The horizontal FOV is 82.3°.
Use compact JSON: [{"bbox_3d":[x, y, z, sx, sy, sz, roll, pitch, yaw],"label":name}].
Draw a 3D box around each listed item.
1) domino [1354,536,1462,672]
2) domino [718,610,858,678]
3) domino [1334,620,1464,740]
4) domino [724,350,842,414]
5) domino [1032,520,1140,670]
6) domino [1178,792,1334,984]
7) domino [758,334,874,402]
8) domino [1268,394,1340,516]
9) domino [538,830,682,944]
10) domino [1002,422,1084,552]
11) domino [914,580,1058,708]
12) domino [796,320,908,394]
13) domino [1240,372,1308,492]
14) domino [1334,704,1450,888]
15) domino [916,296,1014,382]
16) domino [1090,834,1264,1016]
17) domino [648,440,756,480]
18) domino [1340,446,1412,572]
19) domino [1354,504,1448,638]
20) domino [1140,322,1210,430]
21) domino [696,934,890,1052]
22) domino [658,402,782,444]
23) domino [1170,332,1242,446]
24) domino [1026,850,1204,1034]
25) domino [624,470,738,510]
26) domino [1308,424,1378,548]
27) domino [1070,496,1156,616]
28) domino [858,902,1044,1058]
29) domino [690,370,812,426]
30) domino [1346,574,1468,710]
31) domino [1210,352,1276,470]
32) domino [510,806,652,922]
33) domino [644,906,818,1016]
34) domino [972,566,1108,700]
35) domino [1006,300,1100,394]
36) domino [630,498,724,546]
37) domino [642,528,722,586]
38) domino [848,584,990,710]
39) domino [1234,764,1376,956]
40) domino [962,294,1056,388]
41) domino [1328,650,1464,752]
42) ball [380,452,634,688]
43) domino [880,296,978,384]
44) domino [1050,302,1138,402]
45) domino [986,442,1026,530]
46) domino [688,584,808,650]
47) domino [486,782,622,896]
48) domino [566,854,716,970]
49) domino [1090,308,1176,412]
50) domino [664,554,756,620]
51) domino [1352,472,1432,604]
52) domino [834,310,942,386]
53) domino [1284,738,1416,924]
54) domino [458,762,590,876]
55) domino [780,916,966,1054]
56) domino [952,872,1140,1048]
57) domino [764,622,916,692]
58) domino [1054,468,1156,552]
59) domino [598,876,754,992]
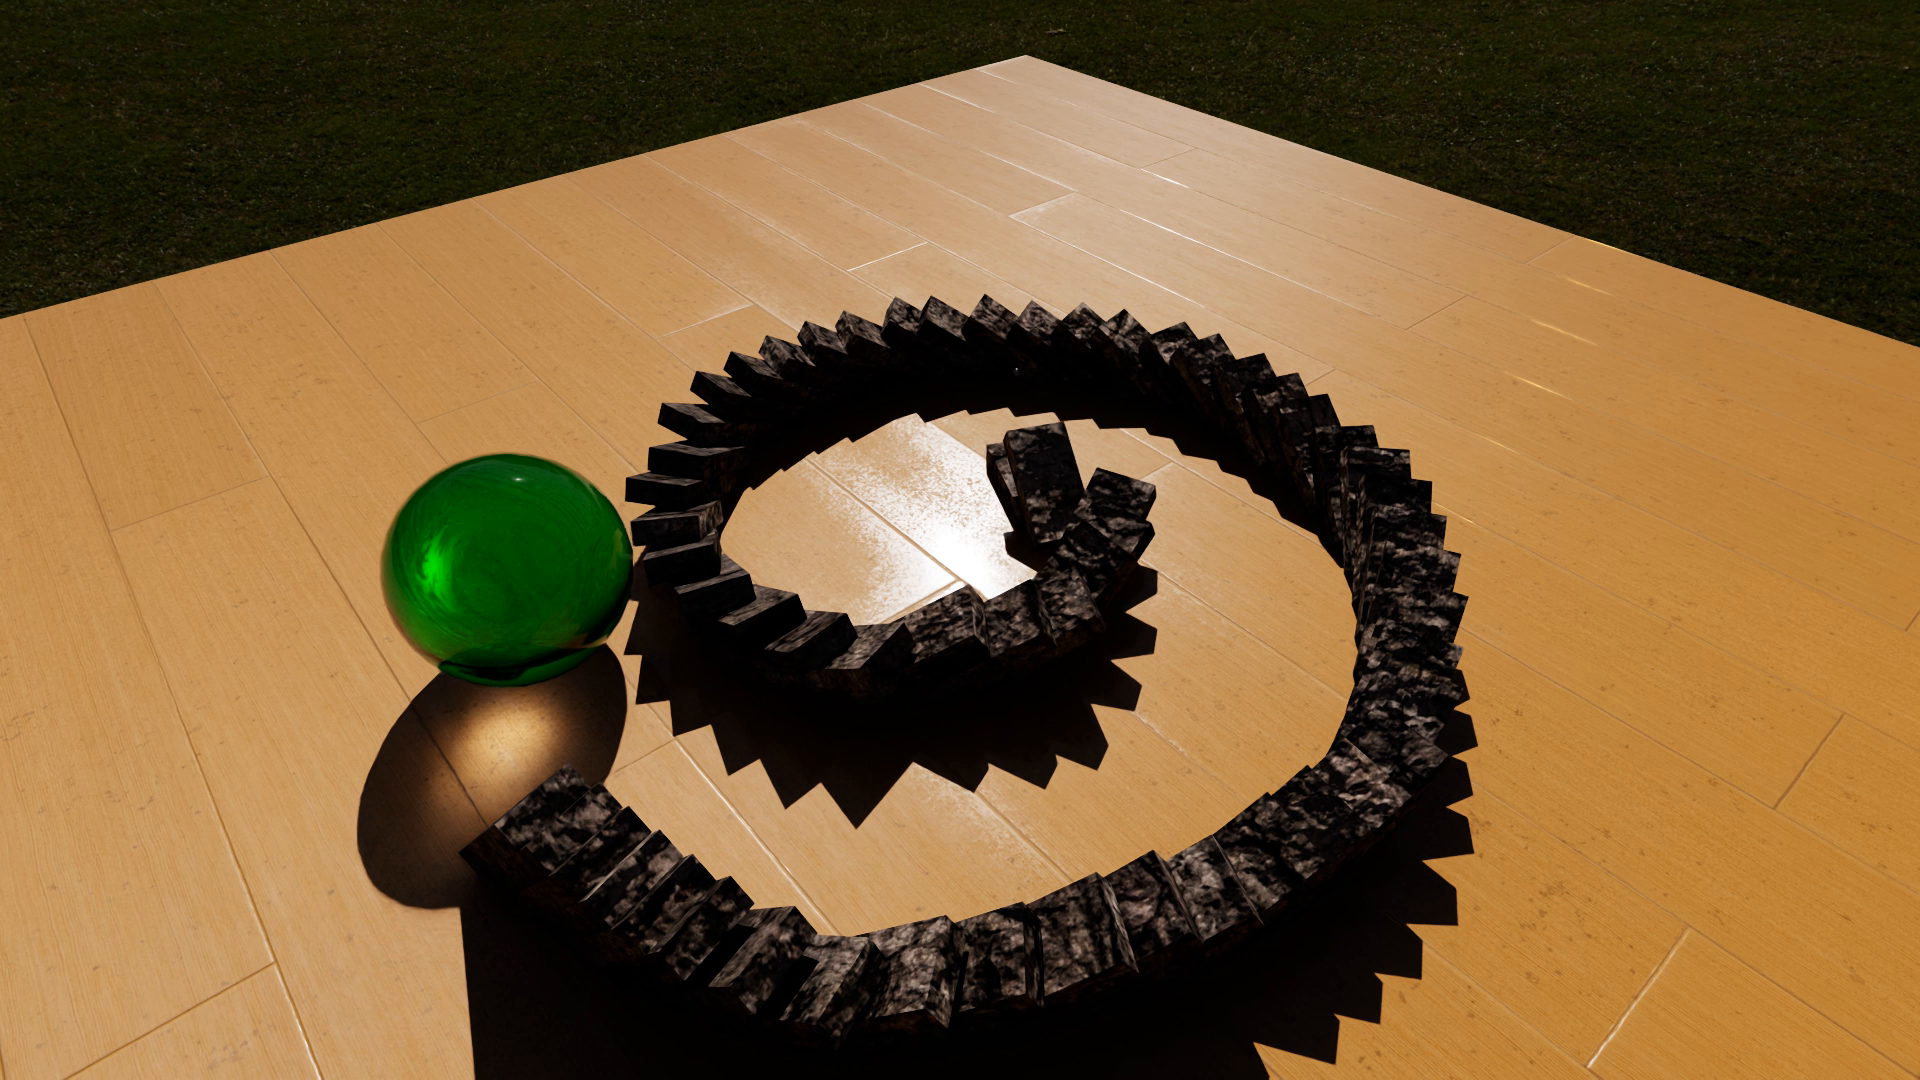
[{"bbox_3d":[0.159,0.026,0.392,0.025,0.010,0.050,15,73,17],"label":"domino"},{"bbox_3d":[-0.060,0.035,0.382,0.025,0.010,0.050,-35,21,-34],"label":"domino"},{"bbox_3d":[0.143,0.054,0.361,0.025,0.009,0.050,23,72,25],"label":"domino"},{"bbox_3d":[-0.082,-0.073,0.512,0.050,0.010,0.025,9,24,-47],"label":"domino"},{"bbox_3d":[0.039,0.020,0.398,0.050,0.009,0.025,-49,54,-1],"label":"domino"},{"bbox_3d":[0.075,0.096,0.305,0.050,0.009,0.025,-39,49,3],"label":"domino"},{"bbox_3d":[-0.068,-0.081,0.522,0.050,0.009,0.025,12,25,-42],"label":"domino"},{"bbox_3d":[0.153,-0.037,0.469,0.025,0.010,0.050,-10,70,-15],"label":"domino"},{"bbox_3d":[-0.096,0.095,0.300,0.009,0.050,0.025,50,50,-5],"label":"domino"},{"bbox_3d":[0.036,-0.022,0.451,0.025,0.010,0.050,-11,72,-12],"label":"domino"},{"bbox_3d":[0.007,0.036,0.379,0.050,0.009,0.025,-28,41,15],"label":"domino"},{"bbox_3d":[-0.052,-0.088,0.531,0.050,0.010,0.025,15,28,-36],"label":"domino"},{"bbox_3d":[0.145,-0.048,0.483,0.025,0.010,0.050,-13,71,-16],"label":"domino"},{"bbox_3d":[0.120,0.077,0.332,0.050,0.010,0.025,-45,51,-6],"label":"domino"},{"bbox_3d":[0.004,-0.100,0.545,0.050,0.010,0.025,27,36,-16],"label":"domino"},{"bbox_3d":[0.053,0.104,0.298,0.050,0.010,0.025,-32,41,8],"label":"domino"},{"bbox_3d":[-0.109,-0.035,0.469,0.025,0.010,0.050,10,12,11],"label":"domino"},{"bbox_3d":[0.166,-0.012,0.437,0.025,0.010,0.050,4,72,1],"label":"domino"},{"bbox_3d":[0.163,0.013,0.407,0.025,0.010,0.050,11,72,12],"label":"domino"},{"bbox_3d":[0.110,-0.078,0.521,0.025,0.009,0.050,-25,74,-27],"label":"domino"},{"bbox_3d":[-0.044,0.115,0.283,0.050,0.010,0.025,-15,25,40],"label":"domino"},{"bbox_3d":[-0.106,-0.052,0.489,0.025,0.009,0.050,27,18,29],"label":"domino"},{"bbox_3d":[0.121,-0.070,0.509,0.025,0.010,0.050,-22,74,-26],"label":"domino"},{"bbox_3d":[0.037,0.107,0.293,0.050,0.010,0.025,-33,41,10],"label":"domino"},{"bbox_3d":[-0.114,-0.023,0.453,0.025,0.010,0.050,8,12,11],"label":"domino"},{"bbox_3d":[0.162,-0.022,0.453,0.025,0.009,0.050,-3,68,-4],"label":"domino"},{"bbox_3d":[0.049,0.010,0.413,0.025,0.010,0.050,28,76,30],"label":"domino"},{"bbox_3d":[-0.003,0.114,0.285,0.050,0.010,0.025,-24,35,19],"label":"domino"},{"bbox_3d":[-0.095,-0.064,0.502,0.025,0.010,0.050,35,19,35],"label":"domino"},{"bbox_3d":[0.153,0.039,0.377,0.025,0.010,0.050,19,74,22],"label":"domino"},{"bbox_3d":[0.136,-0.059,0.496,0.025,0.010,0.050,-16,72,-18],"label":"domino"},{"bbox_3d":[-0.106,0.091,0.305,0.010,0.050,0.025,50,49,-5],"label":"domino"},{"bbox_3d":[-0.061,0.109,0.286,0.050,0.009,0.025,-24,17,46],"label":"domino"},{"bbox_3d":[0.024,0.033,0.384,0.050,0.010,0.025,-31,41,11],"label":"domino"},{"bbox_3d":[0.050,-0.095,0.542,0.050,0.010,0.025,34,44,-3],"label":"domino"},{"bbox_3d":[-0.110,-0.007,0.433,0.025,0.009,0.050,-5,10,-2],"label":"domino"},{"bbox_3d":[-0.104,0.006,0.416,0.025,0.010,0.050,-14,10,-9],"label":"domino"},{"bbox_3d":[-0.015,0.037,0.379,0.050,0.010,0.025,-27,36,17],"label":"domino"},{"bbox_3d":[0.090,0.091,0.313,0.050,0.009,0.025,-41,49,1],"label":"domino"},{"bbox_3d":[0.027,-0.099,0.546,0.050,0.010,0.025,34,42,-6],"label":"domino"},{"bbox_3d":[0.134,0.063,0.347,0.025,0.010,0.050,29,78,27],"label":"domino"},{"bbox_3d":[-0.153,0.010,0.376,0.080,0.080,0.080,0,39,0],"label":"ball"},{"bbox_3d":[-0.014,-0.099,0.546,0.050,0.010,0.025,27,37,-16],"label":"domino"},{"bbox_3d":[0.071,-0.092,0.537,0.050,0.009,0.025,42,48,2],"label":"domino"},{"bbox_3d":[0.030,-0.025,0.474,0.025,0.009,0.050,-10,40,-12],"label":"domino"},{"bbox_3d":[-0.077,0.026,0.393,0.025,0.010,0.050,-27,17,-29],"label":"domino"},{"bbox_3d":[-0.116,0.085,0.312,0.010,0.050,0.025,50,50,-5],"label":"domino"},{"bbox_3d":[-0.086,0.100,0.294,0.010,0.050,0.025,50,50,-5],"label":"domino"},{"bbox_3d":[0.088,-0.087,0.531,0.050,0.010,0.025,46,50,6],"label":"domino"},{"bbox_3d":[-0.093,0.016,0.405,0.025,0.009,0.050,-17,13,-19],"label":"domino"},{"bbox_3d":[0.166,0.001,0.422,0.025,0.009,0.050,8,72,6],"label":"domino"},{"bbox_3d":[-0.035,-0.094,0.538,0.050,0.010,0.025,18,29,-32],"label":"domino"},{"bbox_3d":[0.105,0.085,0.321,0.050,0.010,0.025,-43,49,-2],"label":"domino"},{"bbox_3d":[-0.126,0.081,0.317,0.009,0.050,0.025,50,50,-5],"label":"domino"},{"bbox_3d":[-0.023,0.114,0.282,0.050,0.009,0.025,-23,30,29],"label":"domino"},{"bbox_3d":[0.019,0.110,0.288,0.050,0.010,0.025,-30,42,14],"label":"domino"},{"bbox_3d":[-0.041,0.040,0.375,0.050,0.010,0.025,-8,27,43],"label":"domino"},{"bbox_3d":[0.056,-0.003,0.432,0.025,0.009,0.050,19,67,22],"label":"domino"},{"bbox_3d":[-0.075,0.104,0.289,0.009,0.050,0.025,50,50,-5],"label":"domino"}]
